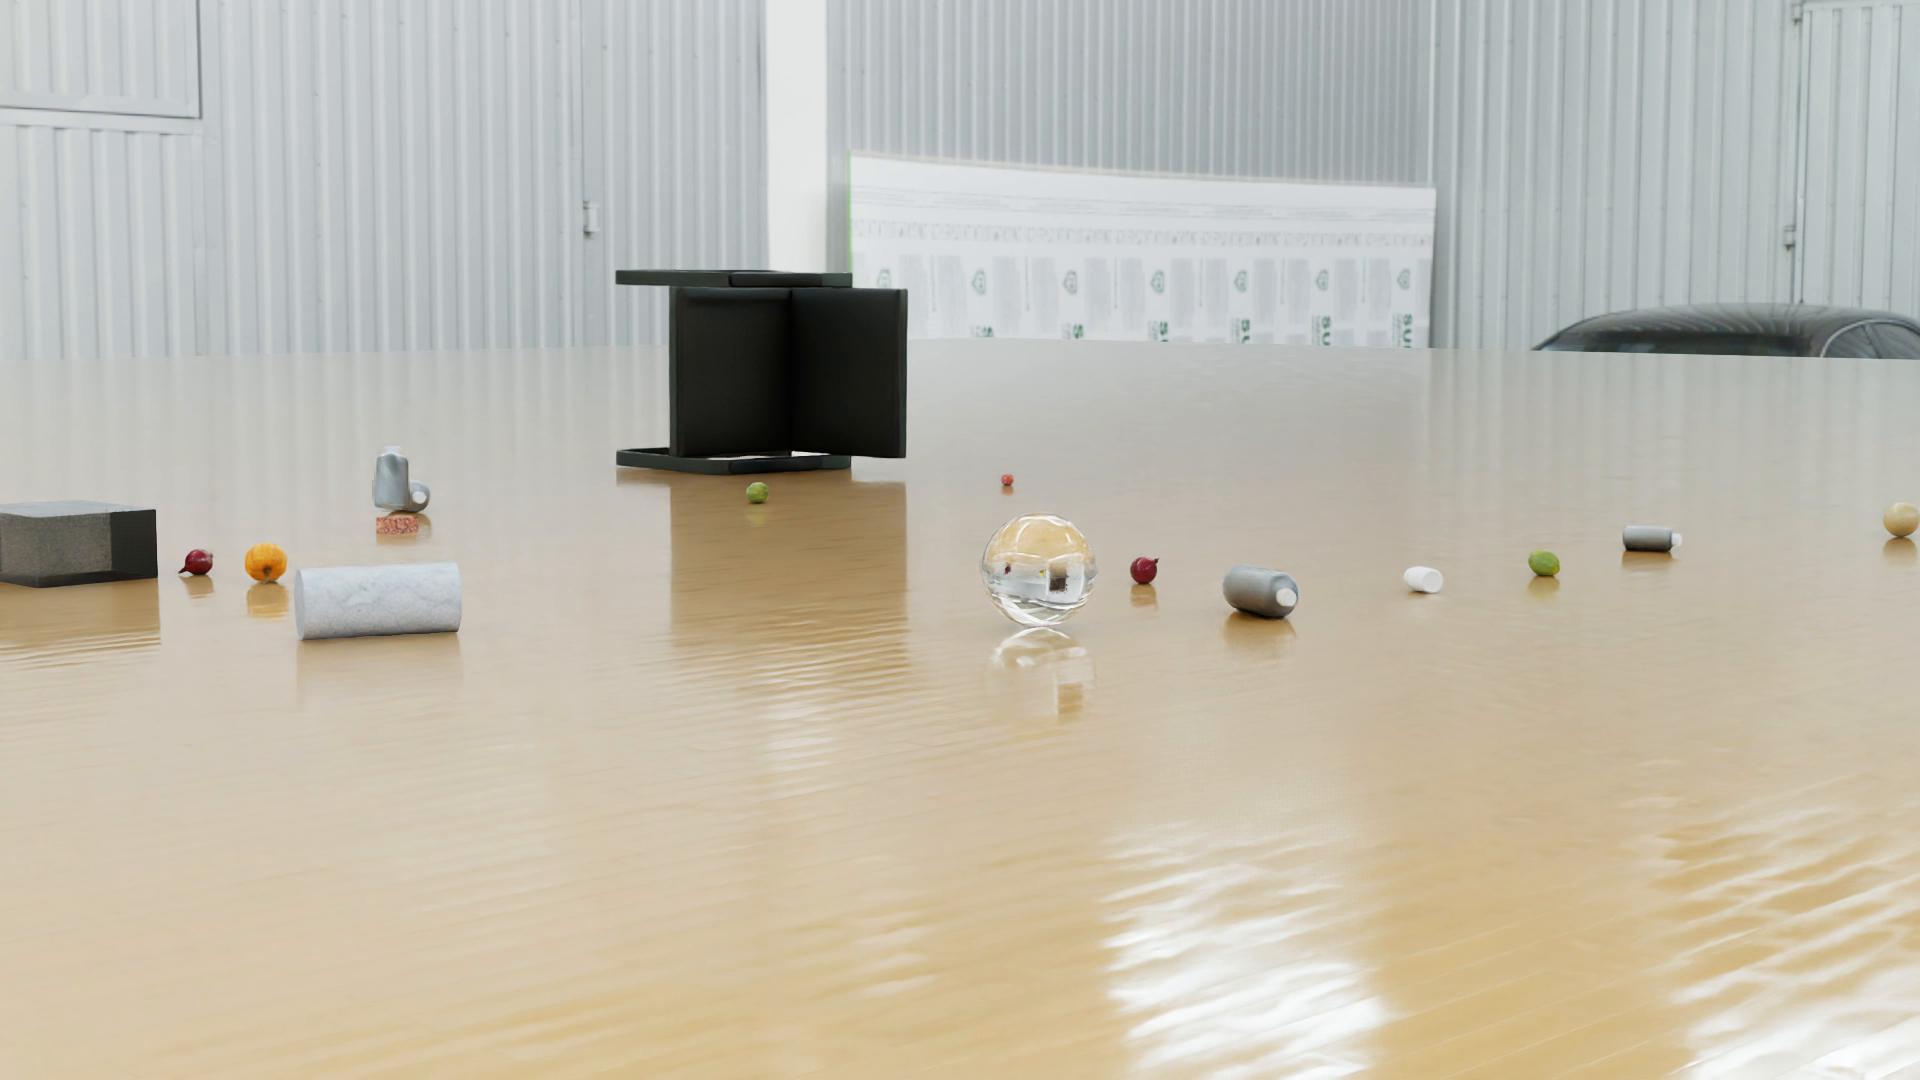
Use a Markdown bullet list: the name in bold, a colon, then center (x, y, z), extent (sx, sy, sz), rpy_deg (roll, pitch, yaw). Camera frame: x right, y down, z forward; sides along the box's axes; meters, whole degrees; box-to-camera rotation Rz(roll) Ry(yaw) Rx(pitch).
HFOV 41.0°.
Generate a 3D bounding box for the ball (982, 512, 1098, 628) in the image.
- **ball**: center (0.148, 0.056, 4.812), extent (0.217, 0.217, 0.217), rpy_deg (0, 6, 0)

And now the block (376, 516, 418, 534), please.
- **block**: center (-1.446, -0.039, 6.594), extent (0.064, 0.040, 0.085), rpy_deg (4, 7, 37)

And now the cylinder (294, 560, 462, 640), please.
- **cylinder**: center (-1.067, 0.110, 4.705), extent (0.282, 0.132, 0.128), rpy_deg (-2, 13, -23)

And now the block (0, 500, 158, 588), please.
- **block**: center (-1.978, 0.005, 5.632), extent (0.357, 0.150, 0.275), rpy_deg (6, 8, 44)

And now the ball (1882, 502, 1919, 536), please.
- **ball**: center (2.379, -0.052, 6.484), extent (0.089, 0.089, 0.089), rpy_deg (0, 6, 0)
